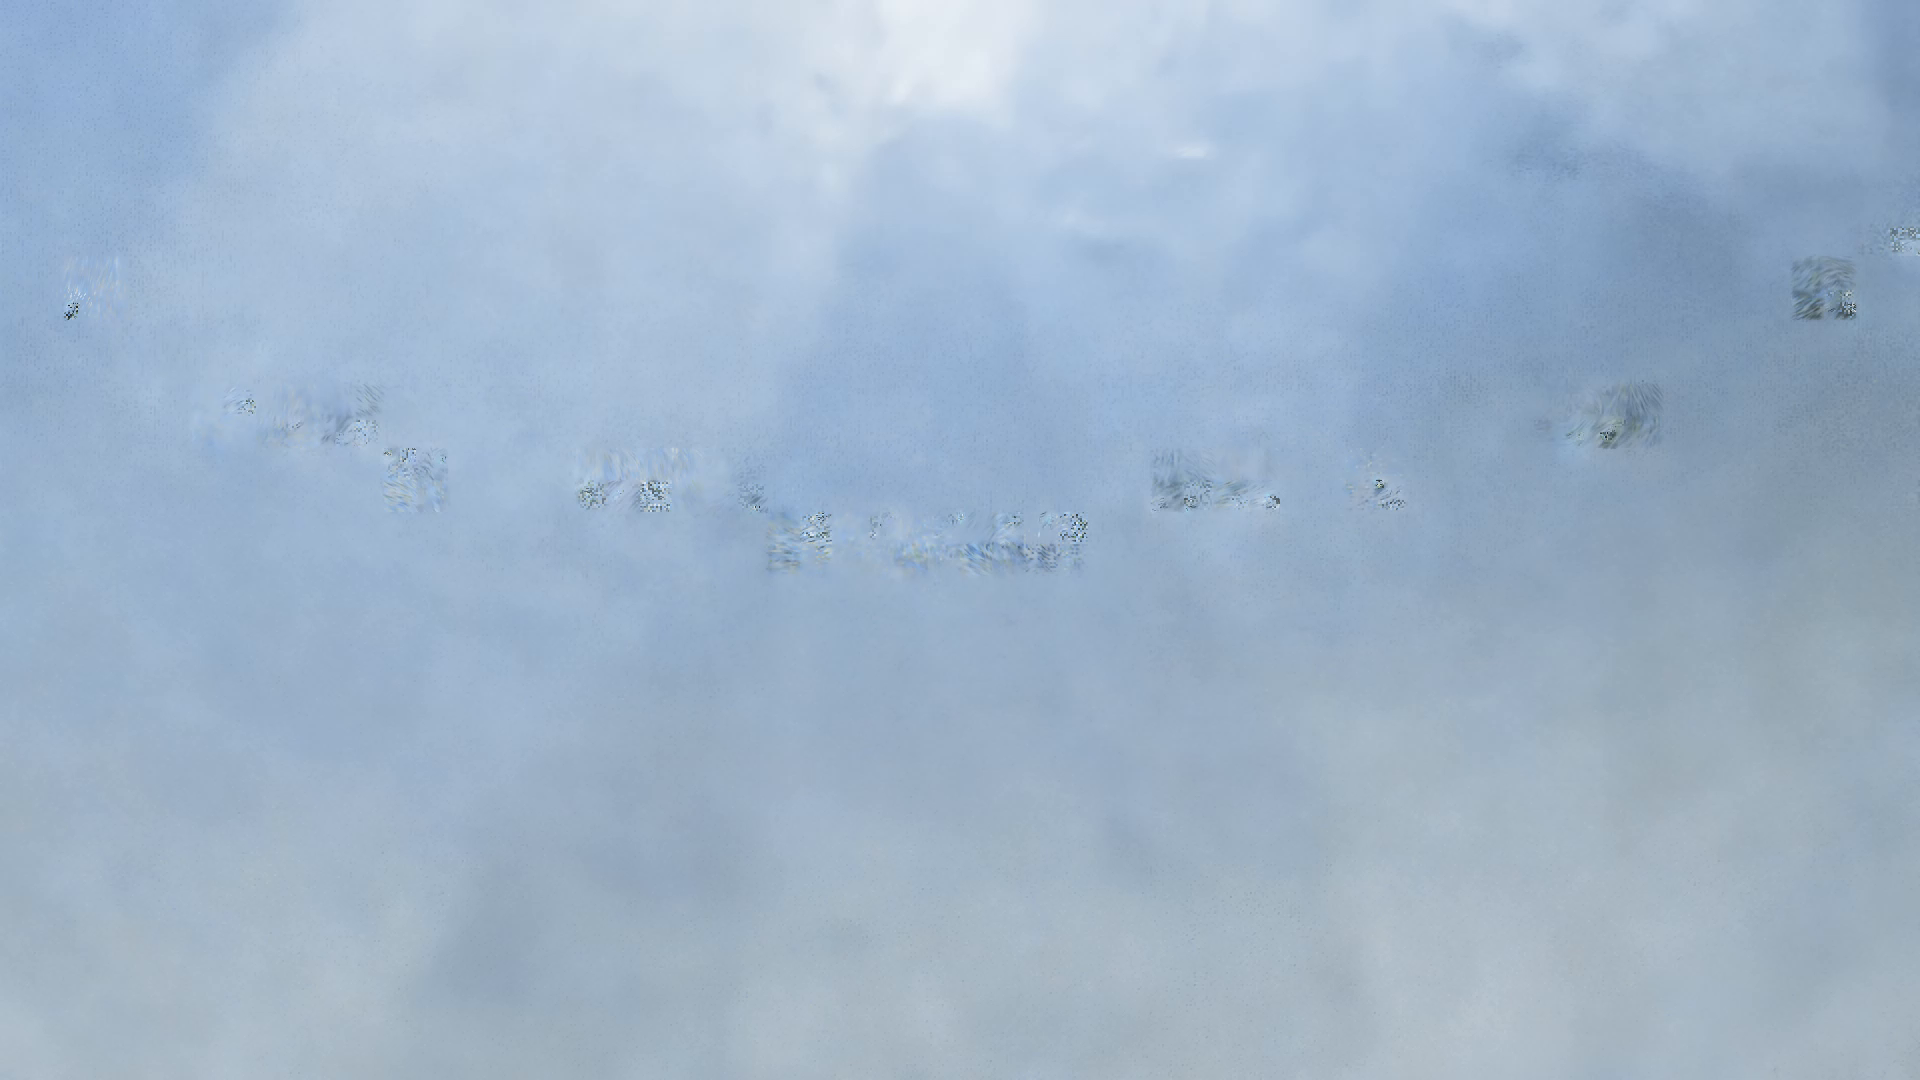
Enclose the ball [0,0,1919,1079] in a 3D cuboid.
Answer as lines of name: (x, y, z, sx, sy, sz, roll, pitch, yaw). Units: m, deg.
ball: (0.000, -0.002, 0.056, 0.080, 0.080, 0.080, 0, 4, 0)
